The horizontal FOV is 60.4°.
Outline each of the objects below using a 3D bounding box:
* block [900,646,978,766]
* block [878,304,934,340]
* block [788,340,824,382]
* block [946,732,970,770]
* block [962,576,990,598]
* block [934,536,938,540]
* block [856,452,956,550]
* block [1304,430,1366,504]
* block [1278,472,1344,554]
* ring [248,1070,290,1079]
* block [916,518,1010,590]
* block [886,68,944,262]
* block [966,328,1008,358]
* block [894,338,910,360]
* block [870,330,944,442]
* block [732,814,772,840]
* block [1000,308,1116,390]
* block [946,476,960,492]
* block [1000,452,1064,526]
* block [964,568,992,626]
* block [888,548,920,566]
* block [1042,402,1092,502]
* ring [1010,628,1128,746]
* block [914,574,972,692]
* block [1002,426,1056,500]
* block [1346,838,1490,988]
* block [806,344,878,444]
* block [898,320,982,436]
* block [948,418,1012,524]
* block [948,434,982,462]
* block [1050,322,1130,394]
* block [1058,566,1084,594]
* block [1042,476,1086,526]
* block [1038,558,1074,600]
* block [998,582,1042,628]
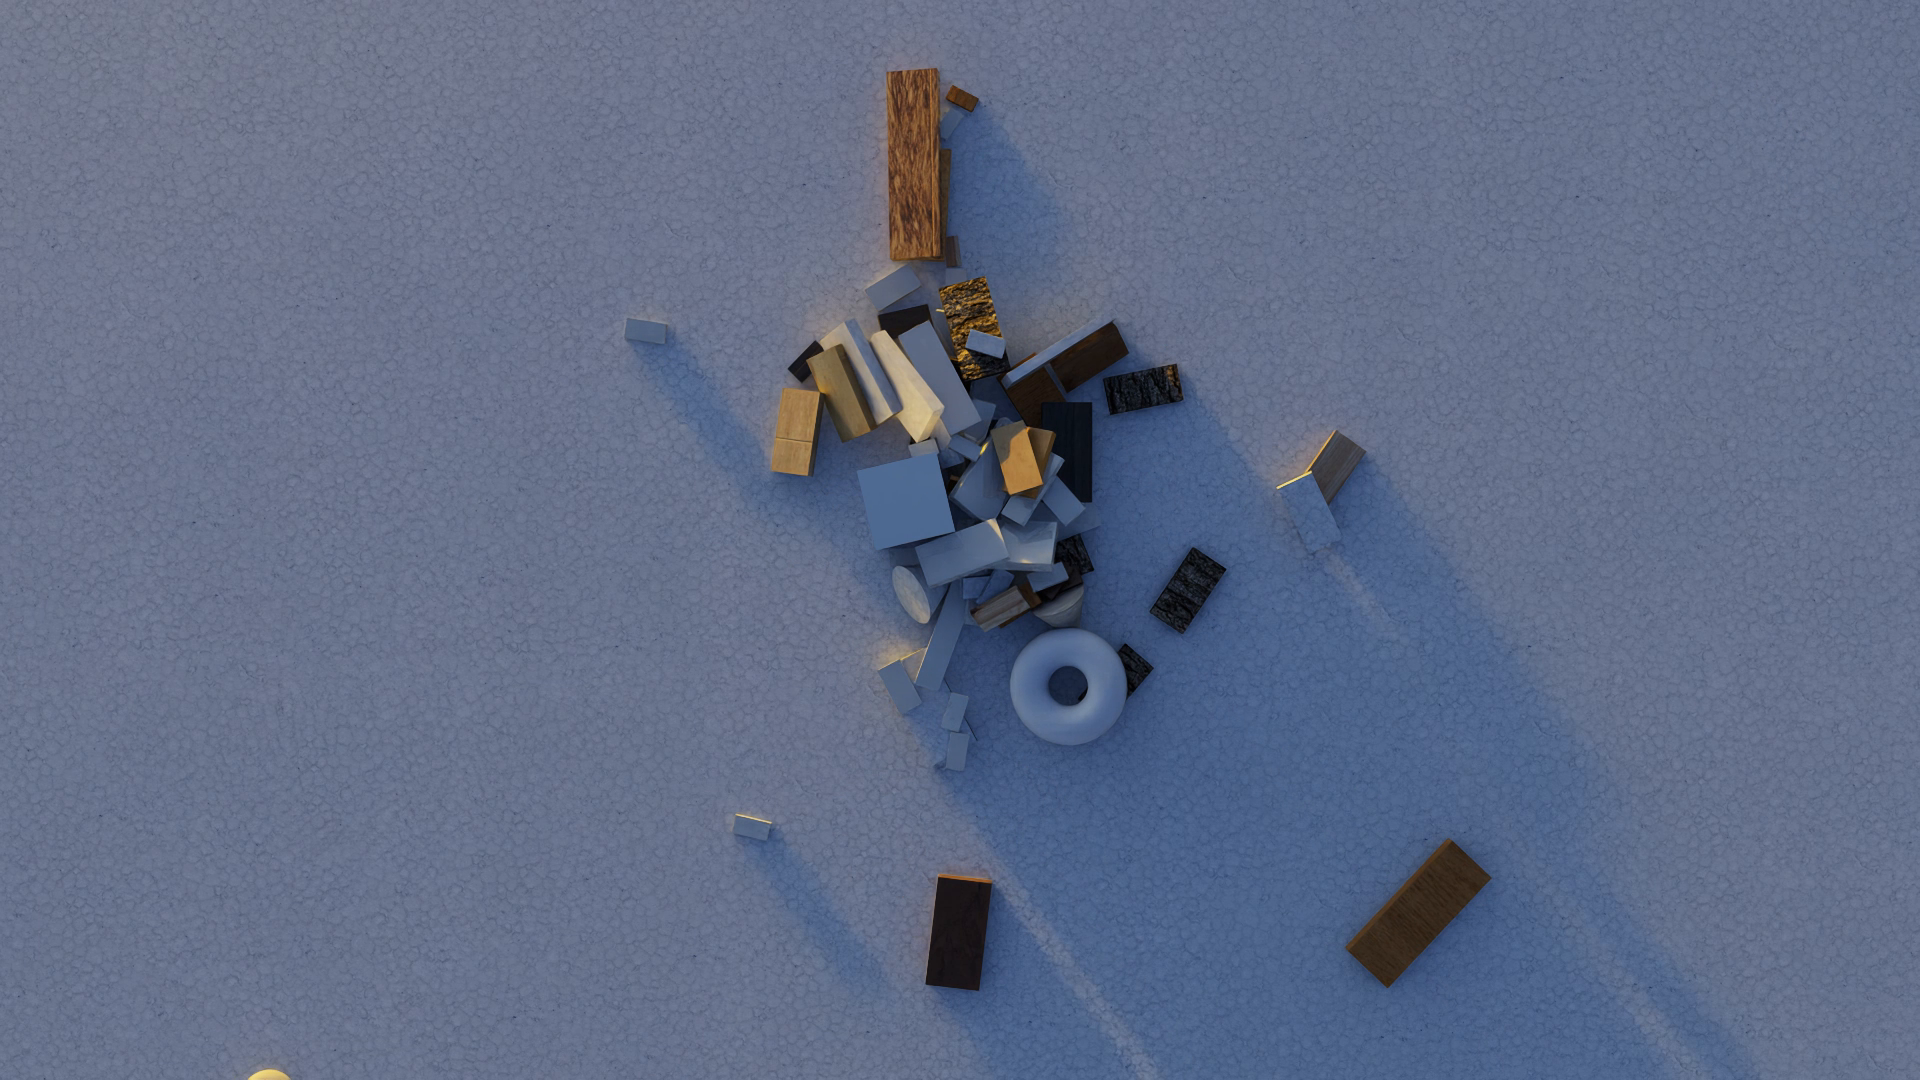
[{"bbox_3d":[-0.105,0.552,5.475,0.179,0.051,0.358,-28,90,0],"label":"block"},{"bbox_3d":[-0.181,-0.721,5.471,0.172,0.024,0.086,-14,91,-11],"label":"block"},{"bbox_3d":[-0.504,-0.594,5.491,0.067,0.019,0.133,44,90,0],"label":"block"},{"bbox_3d":[-0.008,0.696,5.441,0.060,0.017,0.121,9,90,0],"label":"block"},{"bbox_3d":[0.073,0.152,5.400,0.138,0.020,0.069,-4,99,-21],"label":"block"},{"bbox_3d":[-0.074,0.026,5.445,0.056,0.112,0.016,35,70,0],"label":"block"},{"bbox_3d":[-0.172,-0.124,5.370,0.260,0.260,0.260,-13,90,0],"label":"block"},{"bbox_3d":[1.228,-0.229,5.483,0.122,0.035,0.244,35,90,0],"label":"block"},{"bbox_3d":[1.159,-0.091,5.456,0.122,0.035,0.244,-26,97,13],"label":"block"},{"bbox_3d":[-2.292,1.848,5.470,0.182,0.061,0.182,0,91,-1],"label":"ring"},{"bbox_3d":[0.009,0.044,5.332,0.278,0.039,0.139,-20,73,2],"label":"block"},{"bbox_3d":[-0.150,-1.240,5.457,0.170,0.048,0.620,-1,89,11],"label":"block"},{"bbox_3d":[0.085,-0.632,5.322,0.124,0.018,0.062,17,87,0],"label":"block"},{"bbox_3d":[-0.204,-0.655,5.491,0.062,0.018,0.124,-10,90,0],"label":"block"},{"bbox_3d":[-0.193,-0.500,5.372,0.048,0.170,0.339,-25,70,-34],"label":"block"},{"bbox_3d":[-0.694,0.957,5.491,0.121,0.017,0.060,13,90,0],"label":"block"},{"bbox_3d":[0.324,-0.625,5.406,0.413,0.123,0.035,-33,89,-9],"label":"block"},{"bbox_3d":[-0.012,-0.179,5.449,0.053,0.105,0.015,18,67,0],"label":"block"},{"bbox_3d":[0.237,-0.173,5.375,0.087,0.025,0.255,31,89,30],"label":"block"},{"bbox_3d":[0.061,0.182,5.421,0.069,0.020,0.196,7,95,-22],"label":"block"},{"bbox_3d":[-0.179,0.055,5.492,0.112,0.016,0.056,-4,90,0],"label":"block"},{"bbox_3d":[0.351,-0.288,5.434,0.164,0.047,0.328,0,90,0],"label":"block"},{"bbox_3d":[0.356,0.479,5.410,0.388,0.129,0.388,0,88,12],"label":"ring"},{"bbox_3d":[-0.034,0.277,5.434,0.082,0.023,0.445,20,90,-4],"label":"block"},{"bbox_3d":[0.225,-0.253,5.373,0.113,0.032,0.226,13,80,29],"label":"block"},{"bbox_3d":[1.520,1.238,5.475,0.179,0.051,0.502,43,90,0],"label":"block"},{"bbox_3d":[-0.388,-0.481,5.429,0.139,0.039,0.300,-20,95,41],"label":"block"},{"bbox_3d":[-0.065,-0.522,5.335,0.113,0.032,0.365,-28,89,-2],"label":"block"},{"bbox_3d":[0.115,-0.222,5.406,0.164,0.047,0.329,39,74,-21],"label":"block"},{"bbox_3d":[0.016,-0.299,5.351,0.105,0.015,0.053,28,71,-4],"label":"block"},{"bbox_3d":[0.428,-0.602,5.447,0.246,0.035,0.123,-33,131,0],"label":"block"},{"bbox_3d":[0.338,0.136,5.421,0.123,0.017,0.062,-24,71,9],"label":"block"},{"bbox_3d":[0.321,-0.139,5.388,0.087,0.025,0.175,-42,82,8],"label":"block"},{"bbox_3d":[0.315,0.130,5.410,0.062,0.017,0.123,34,87,22],"label":"block"},{"bbox_3d":[0.182,0.213,5.414,0.164,0.023,0.082,-33,80,12],"label":"block"}]
